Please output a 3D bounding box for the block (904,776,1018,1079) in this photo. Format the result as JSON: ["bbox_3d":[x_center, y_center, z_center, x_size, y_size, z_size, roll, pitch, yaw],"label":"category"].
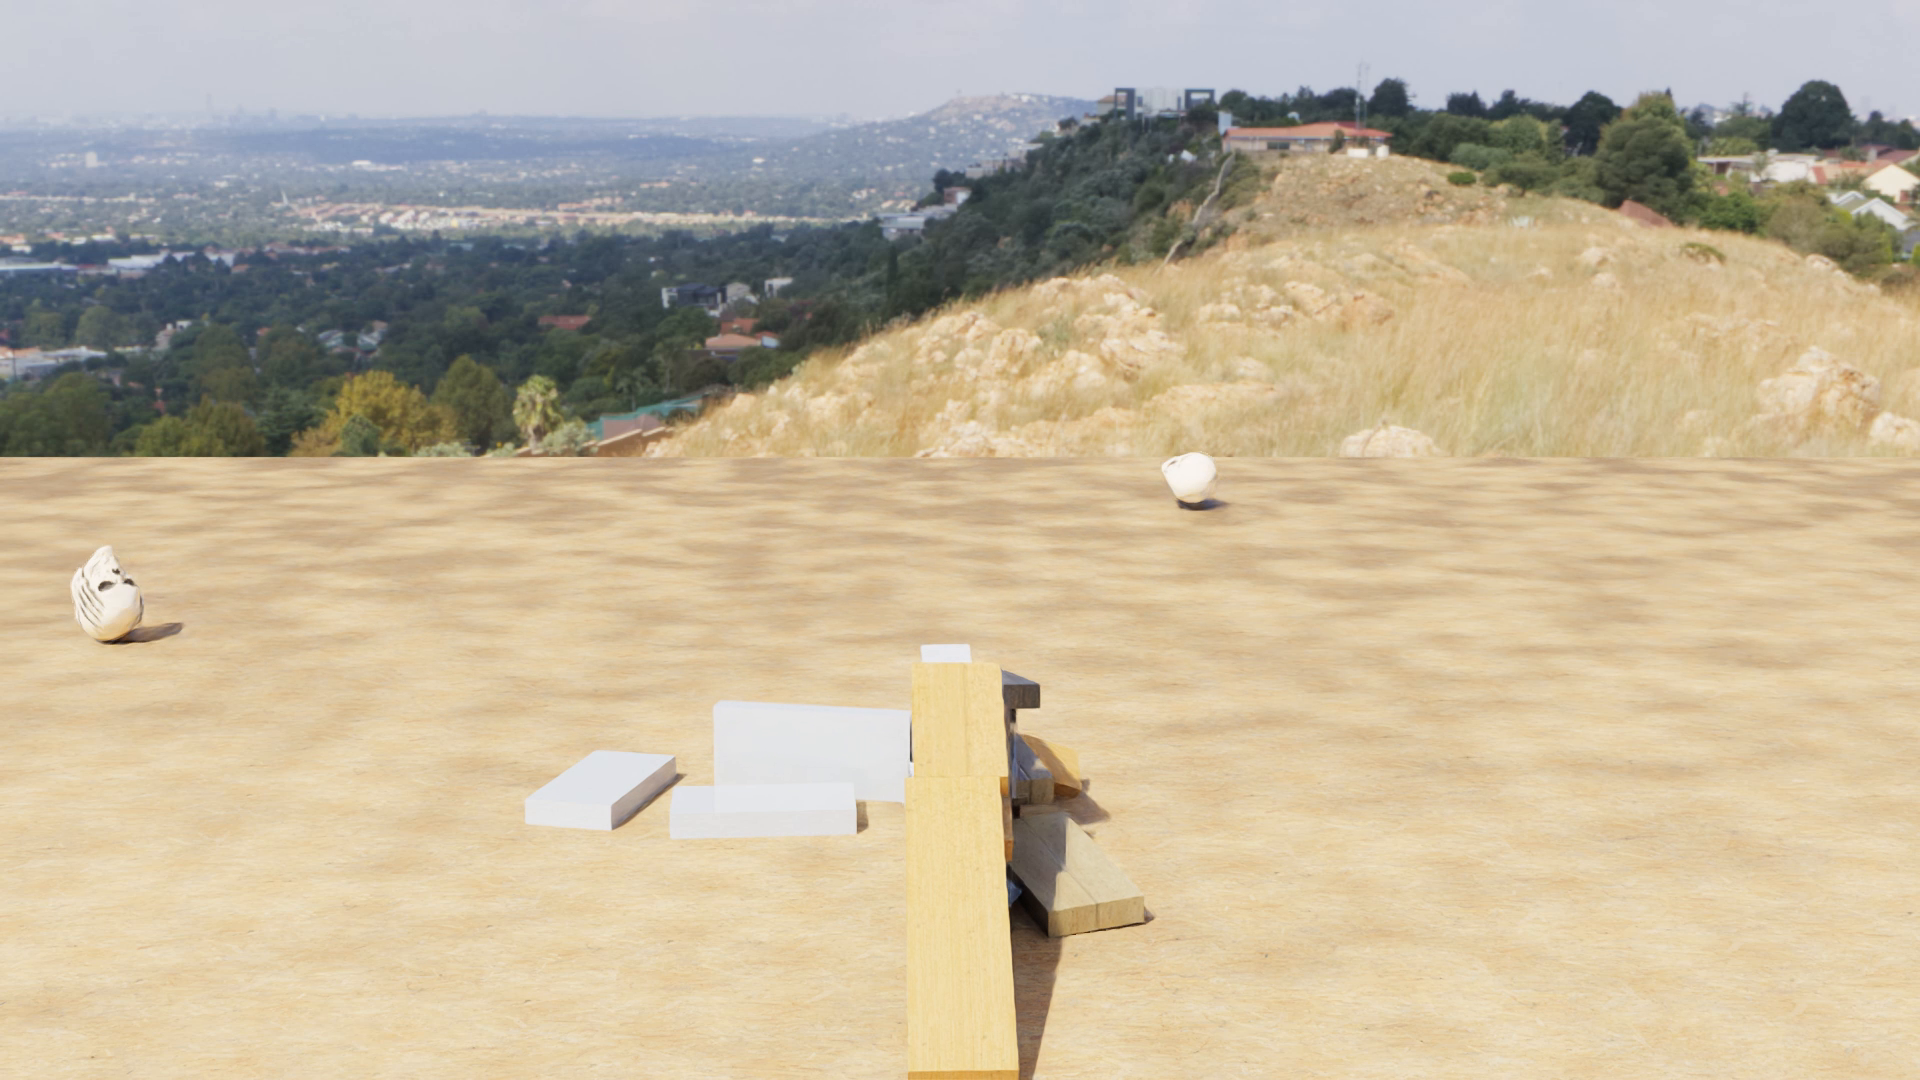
[{"bbox_3d":[-0.004,0.548,3.147,0.146,0.041,0.598,0,34,-2],"label":"block"}]

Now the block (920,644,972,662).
[{"bbox_3d":[-0.020,0.337,4.535,0.104,0.030,0.432,-1,27,-3],"label":"block"}]

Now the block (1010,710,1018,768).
[{"bbox_3d":[0.017,0.354,3.740,0.147,0.042,0.294,2,17,4],"label":"block"}]

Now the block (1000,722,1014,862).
[{"bbox_3d":[0.003,0.391,3.456,0.146,0.041,0.292,0,34,-2],"label":"block"}]

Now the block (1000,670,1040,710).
[{"bbox_3d":[0.036,0.266,3.915,0.147,0.042,0.294,-1,2,-12],"label":"block"}]

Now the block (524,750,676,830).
[{"bbox_3d":[-0.677,0.472,4.174,0.167,0.047,0.335,2,11,13],"label":"block"}]

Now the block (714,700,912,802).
[{"bbox_3d":[-0.279,0.404,4.211,0.385,0.167,0.047,2,10,11],"label":"block"}]

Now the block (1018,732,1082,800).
[{"bbox_3d":[0.128,0.419,4.180,0.209,0.030,0.104,19,37,-19],"label":"block"}]

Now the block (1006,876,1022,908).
[{"bbox_3d":[0.059,0.572,3.601,0.015,0.054,0.108,41,-2,-26],"label":"block"}]

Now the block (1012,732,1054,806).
[{"bbox_3d":[0.037,0.391,3.942,0.165,0.047,0.329,-4,18,-16],"label":"block"}]

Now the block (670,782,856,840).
[{"bbox_3d":[-0.361,0.497,4.042,0.335,0.047,0.167,-1,11,-5],"label":"block"}]

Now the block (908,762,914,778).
[{"bbox_3d":[-0.019,0.479,3.995,0.120,0.034,0.239,-2,26,-8],"label":"block"}]

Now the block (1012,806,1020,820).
[{"bbox_3d":[0.010,0.444,3.907,0.120,0.034,0.239,-5,18,-17],"label":"block"}]

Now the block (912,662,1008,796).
[{"bbox_3d":[-0.003,0.300,3.517,0.146,0.041,0.292,0,34,-2],"label":"block"}]

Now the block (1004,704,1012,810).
[{"bbox_3d":[0.009,0.371,3.562,0.147,0.042,0.294,0,33,0],"label":"block"}]

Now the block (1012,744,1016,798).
[{"bbox_3d":[0.017,0.359,3.878,0.165,0.047,0.373,1,17,1],"label":"block"}]

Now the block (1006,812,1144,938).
[{"bbox_3d":[0.160,0.548,3.630,0.165,0.047,0.329,-6,20,-19],"label":"block"}]
